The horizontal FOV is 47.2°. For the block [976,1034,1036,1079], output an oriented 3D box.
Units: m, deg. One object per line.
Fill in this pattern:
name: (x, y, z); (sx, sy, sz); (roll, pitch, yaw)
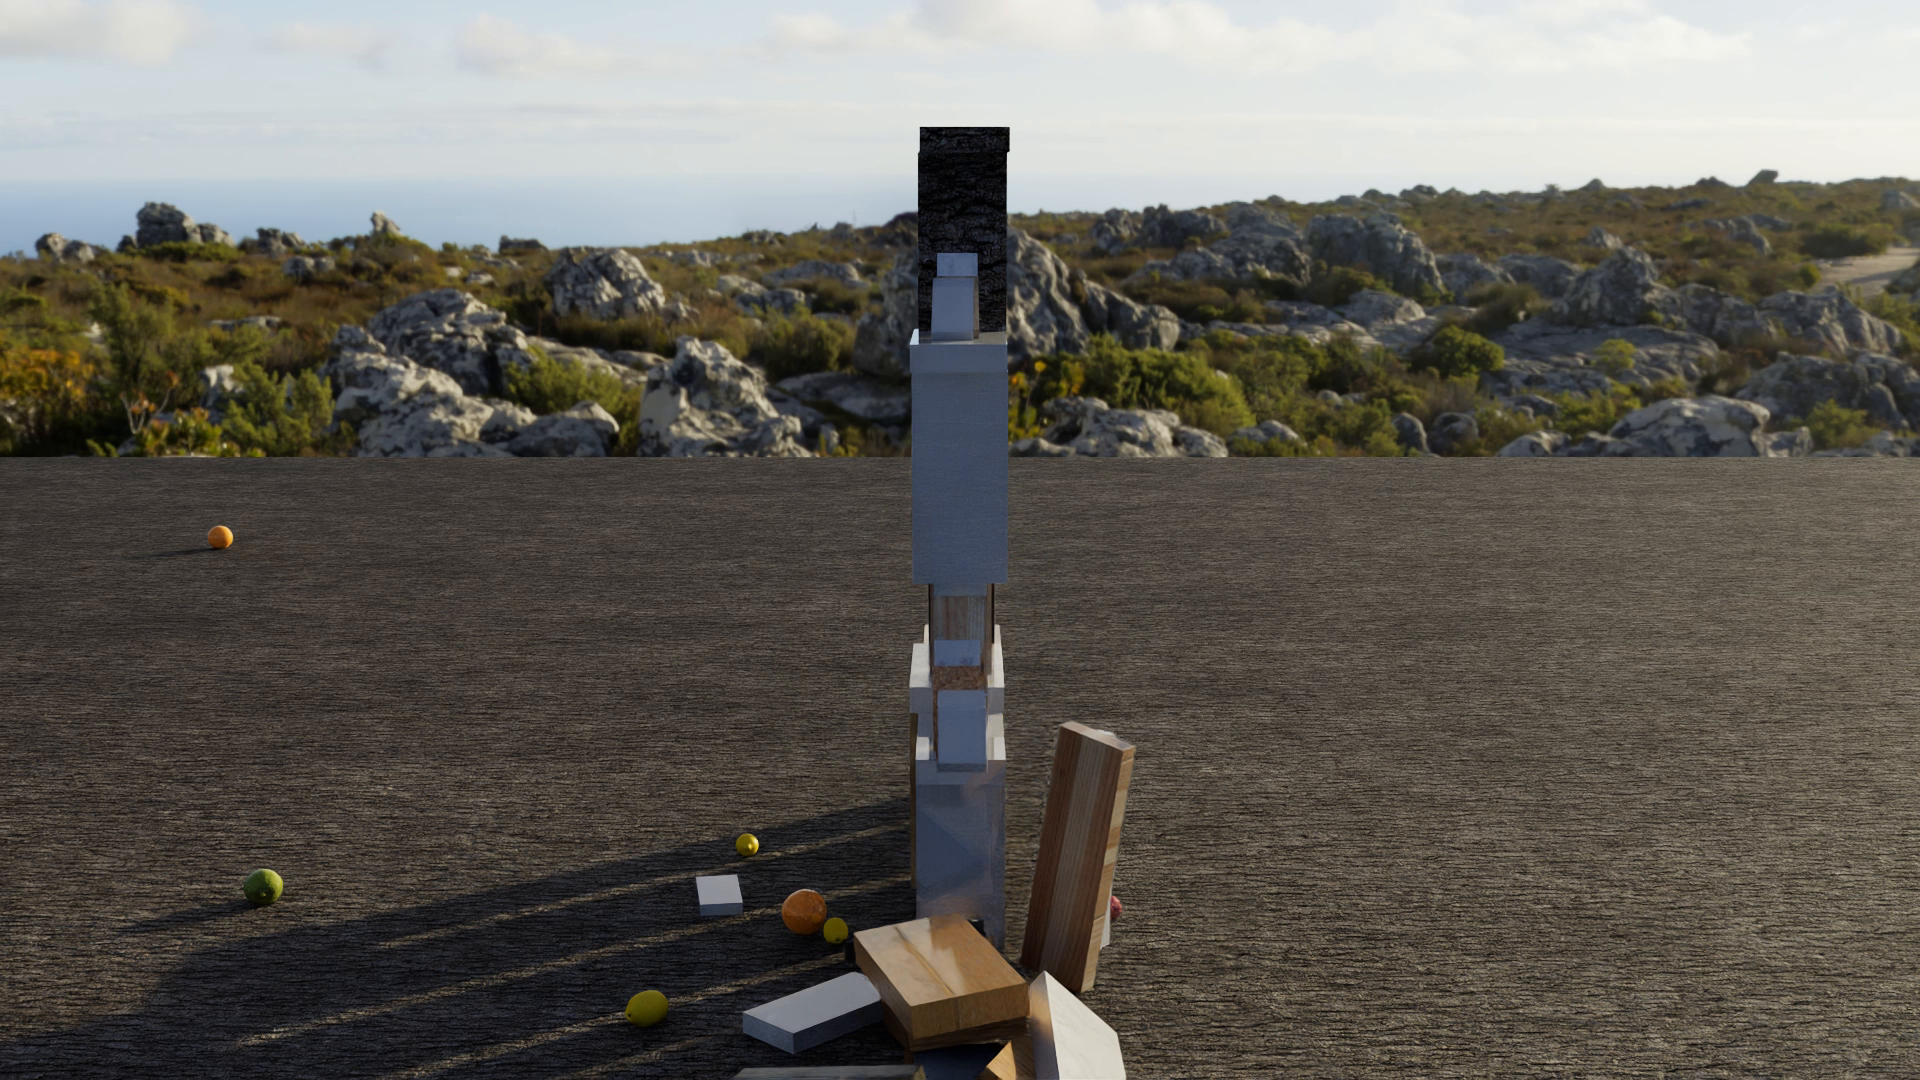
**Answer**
block: (0.089, 0.688, 2.766); (0.113, 0.032, 0.226); (39, 6, 10)

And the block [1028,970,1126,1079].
block: (0.157, 0.692, 2.791); (0.136, 0.039, 0.476); (42, 7, -8)

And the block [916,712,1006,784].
block: (0.001, 0.328, 3.472); (0.137, 0.039, 0.274); (0, 11, 0)

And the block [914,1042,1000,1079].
block: (0.002, 0.699, 2.785); (0.113, 0.032, 0.226); (-1, 11, -3)

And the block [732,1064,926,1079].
block: (-0.189, 0.706, 2.741); (0.272, 0.039, 0.136); (-9, 11, 29)

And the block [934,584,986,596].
block: (0.001, 0.057, 3.566); (0.085, 0.024, 0.170); (0, 13, 1)

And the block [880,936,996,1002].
block: (-0.028, 0.614, 3.158); (0.154, 0.044, 0.308); (-6, -5, 1)

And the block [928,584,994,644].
block: (0.003, -0.039, 3.911); (0.117, 0.499, 0.033); (0, 10, 2)

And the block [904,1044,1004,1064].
block: (-0.005, 0.725, 2.837); (0.136, 0.039, 0.272); (0, 11, -1)

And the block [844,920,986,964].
block: (-0.064, 0.584, 3.206); (0.107, 0.030, 0.214); (-9, -6, 30)

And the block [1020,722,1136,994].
block: (0.171, 0.467, 3.233); (0.113, 0.387, 0.032); (20, 19, 34)

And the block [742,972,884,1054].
block: (-0.193, 0.673, 3.139); (0.107, 0.030, 0.214); (10, 15, 43)

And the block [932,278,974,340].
block: (-0.011, -0.364, 3.459); (0.065, 0.018, 0.130); (0, 46, 1)

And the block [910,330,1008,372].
block: (-0.002, -0.303, 3.498); (0.149, 0.042, 0.298); (0, 10, 0)

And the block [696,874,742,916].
block: (-0.398, 0.587, 3.633); (0.069, 0.020, 0.138); (-2, 11, -10)

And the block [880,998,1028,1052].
block: (-0.013, 0.643, 2.983); (0.154, 0.044, 0.308); (-7, -5, -9)

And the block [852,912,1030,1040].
block: (-0.029, 0.572, 2.913); (0.154, 0.044, 0.308); (-9, 10, -15)

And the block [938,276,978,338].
block: (-0.003, -0.370, 3.492); (0.065, 0.018, 0.130); (0, 46, 0)

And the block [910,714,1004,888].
block: (-0.005, 0.428, 3.688); (0.156, 0.311, 0.044); (0, 11, 0)

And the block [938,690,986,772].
block: (0.003, 0.292, 3.361); (0.073, 0.021, 0.146); (0, 44, 0)

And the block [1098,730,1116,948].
block: (0.190, 0.470, 3.373); (0.030, 0.343, 0.107); (10, 14, 38)

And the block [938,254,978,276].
block: (-0.004, -0.398, 3.550); (0.065, 0.130, 0.018); (0, -12, 0)

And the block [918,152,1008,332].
block: (0.004, -0.486, 3.589); (0.144, 0.288, 0.041); (0, 11, 0)

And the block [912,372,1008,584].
block: (-0.001, -0.100, 3.448); (0.149, 0.337, 0.042); (-1, 13, -3)

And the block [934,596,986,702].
block: (0.000, 0.190, 3.521); (0.085, 0.212, 0.024); (0, 4, 0)

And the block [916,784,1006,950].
block: (0.001, 0.498, 3.410); (0.137, 0.275, 0.039); (0, 11, 0)

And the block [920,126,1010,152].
block: (0.009, -0.665, 3.648); (0.144, 0.041, 0.288); (0, 11, 1)

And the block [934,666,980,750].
block: (-0.005, 0.261, 3.423); (0.073, 0.021, 0.146); (0, 50, -1)

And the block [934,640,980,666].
block: (-0.004, 0.232, 3.485); (0.073, 0.146, 0.021); (0, -9, -1)

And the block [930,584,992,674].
block: (0.002, 0.123, 3.680); (0.102, 0.204, 0.029); (0, 11, 0)

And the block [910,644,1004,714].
block: (-0.005, 0.234, 3.758); (0.156, 0.044, 0.311); (0, 11, 0)

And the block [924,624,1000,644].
block: (0.004, 0.207, 4.061); (0.142, 0.040, 0.284); (0, 11, 0)
